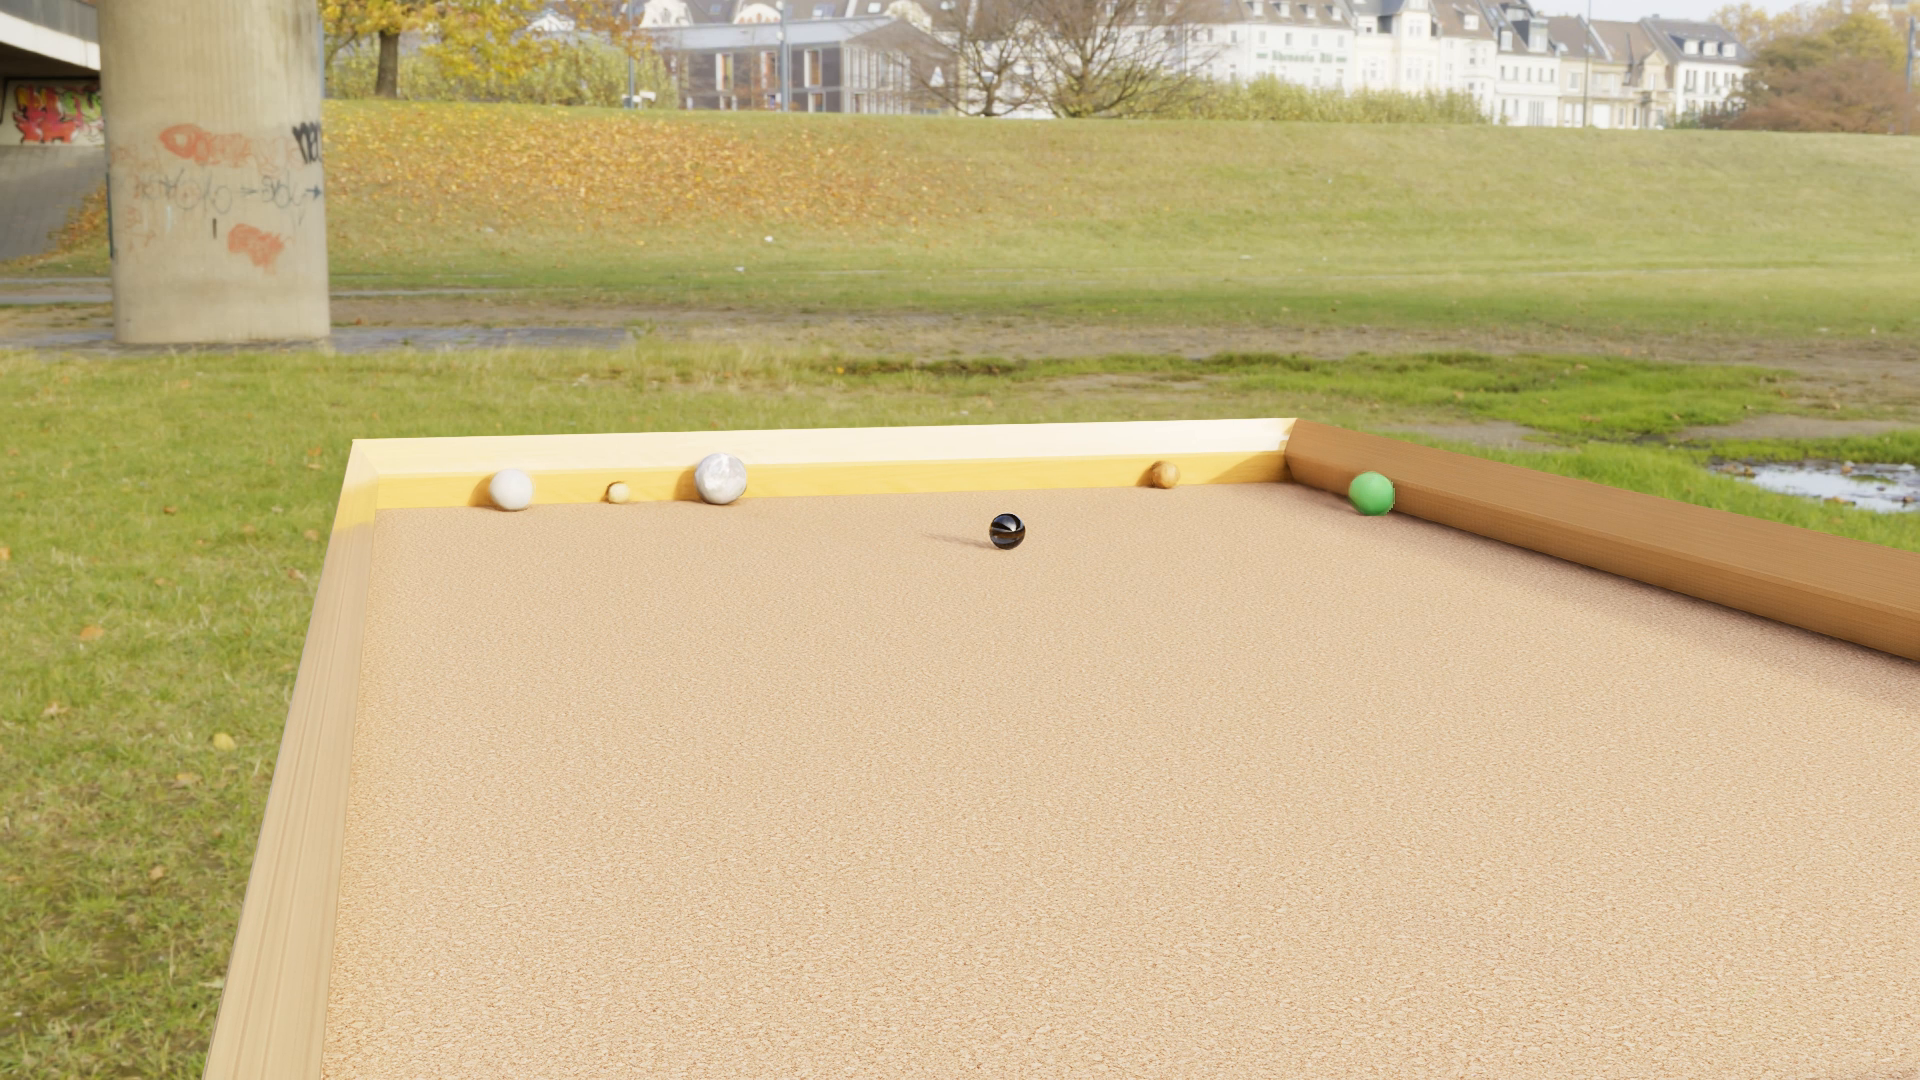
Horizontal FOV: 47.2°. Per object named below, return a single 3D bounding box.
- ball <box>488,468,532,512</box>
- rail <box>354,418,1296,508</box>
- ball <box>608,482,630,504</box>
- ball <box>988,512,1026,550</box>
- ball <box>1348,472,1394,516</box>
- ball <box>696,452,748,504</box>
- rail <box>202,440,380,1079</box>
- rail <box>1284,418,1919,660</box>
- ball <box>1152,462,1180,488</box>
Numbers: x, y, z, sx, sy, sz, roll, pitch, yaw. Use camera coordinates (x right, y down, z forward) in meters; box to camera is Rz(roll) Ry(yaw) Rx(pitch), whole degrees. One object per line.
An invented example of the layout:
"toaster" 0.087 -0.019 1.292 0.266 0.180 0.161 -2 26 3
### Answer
"ball" -0.826 -0.093 4.043 0.079 0.079 0.079 0 8 0
"rail" -0.209 -0.150 4.265 1.867 0.128 0.045 -2 8 -14
"ball" -0.641 -0.088 4.145 0.041 0.041 0.041 0 8 0
"ball" 0.077 -0.014 3.566 0.060 0.060 0.060 0 8 0
"ball" 0.744 -0.084 3.980 0.080 0.080 0.080 0 8 0
"ball" -0.448 -0.115 4.134 0.099 0.099 0.099 0 8 0
"rail" -0.668 0.122 2.370 0.045 0.128 3.540 -2 8 -14
"rail" 1.097 0.059 2.807 0.045 0.128 3.540 -2 8 -14
"ball" 0.413 -0.130 4.392 0.054 0.054 0.054 0 8 0
